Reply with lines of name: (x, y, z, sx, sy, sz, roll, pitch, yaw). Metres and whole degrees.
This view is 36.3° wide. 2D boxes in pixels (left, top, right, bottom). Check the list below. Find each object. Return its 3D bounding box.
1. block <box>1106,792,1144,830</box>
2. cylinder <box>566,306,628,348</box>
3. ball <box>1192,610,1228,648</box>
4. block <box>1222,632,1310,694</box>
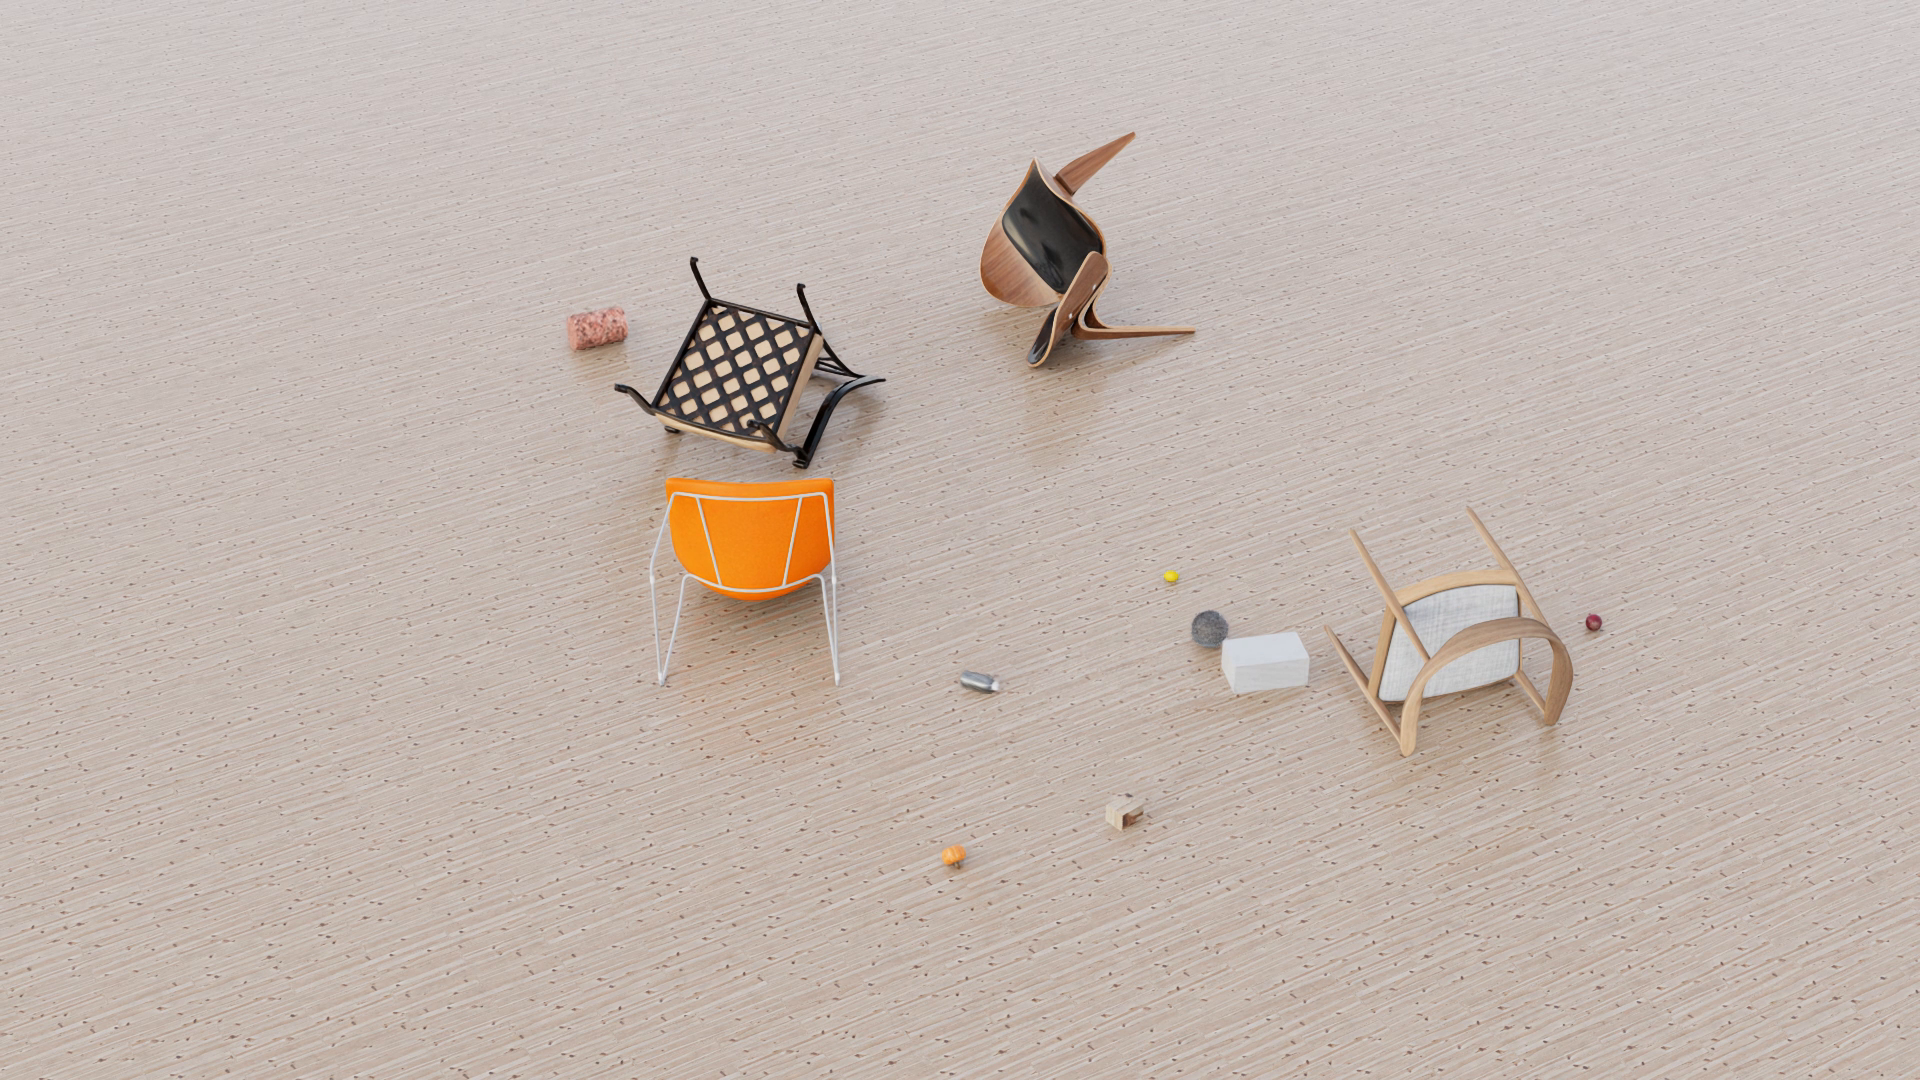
block: (0.536, 0.885, 9.541, 0.095, 0.066, 0.075, -26, 41, -33)
cylinder: (-1.504, -0.882, 12.143, 0.218, 0.167, 0.136, -14, 77, -20)
ball: (0.882, 0.313, 10.350, 0.131, 0.131, 0.131, 0, 33, 0)
block: (1.061, 0.426, 10.194, 0.265, 0.114, 0.161, -6, 34, -10)
